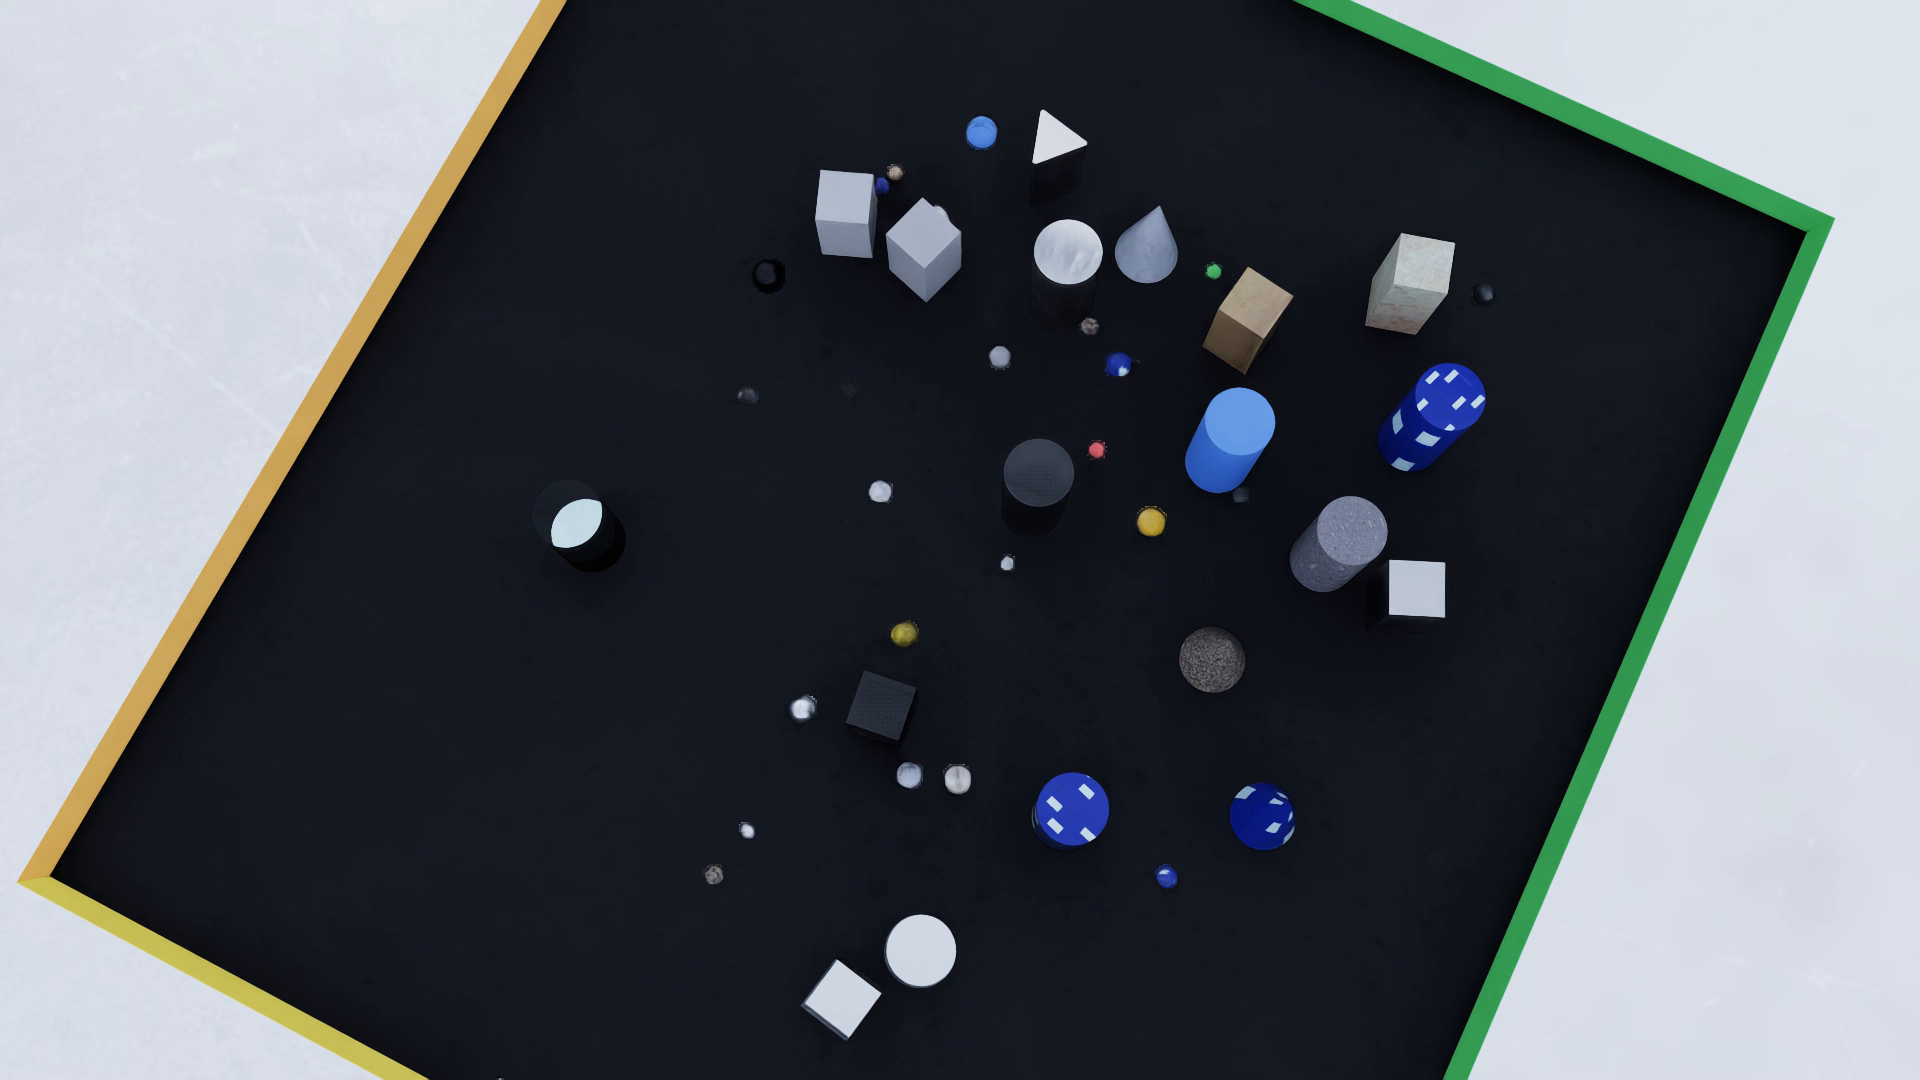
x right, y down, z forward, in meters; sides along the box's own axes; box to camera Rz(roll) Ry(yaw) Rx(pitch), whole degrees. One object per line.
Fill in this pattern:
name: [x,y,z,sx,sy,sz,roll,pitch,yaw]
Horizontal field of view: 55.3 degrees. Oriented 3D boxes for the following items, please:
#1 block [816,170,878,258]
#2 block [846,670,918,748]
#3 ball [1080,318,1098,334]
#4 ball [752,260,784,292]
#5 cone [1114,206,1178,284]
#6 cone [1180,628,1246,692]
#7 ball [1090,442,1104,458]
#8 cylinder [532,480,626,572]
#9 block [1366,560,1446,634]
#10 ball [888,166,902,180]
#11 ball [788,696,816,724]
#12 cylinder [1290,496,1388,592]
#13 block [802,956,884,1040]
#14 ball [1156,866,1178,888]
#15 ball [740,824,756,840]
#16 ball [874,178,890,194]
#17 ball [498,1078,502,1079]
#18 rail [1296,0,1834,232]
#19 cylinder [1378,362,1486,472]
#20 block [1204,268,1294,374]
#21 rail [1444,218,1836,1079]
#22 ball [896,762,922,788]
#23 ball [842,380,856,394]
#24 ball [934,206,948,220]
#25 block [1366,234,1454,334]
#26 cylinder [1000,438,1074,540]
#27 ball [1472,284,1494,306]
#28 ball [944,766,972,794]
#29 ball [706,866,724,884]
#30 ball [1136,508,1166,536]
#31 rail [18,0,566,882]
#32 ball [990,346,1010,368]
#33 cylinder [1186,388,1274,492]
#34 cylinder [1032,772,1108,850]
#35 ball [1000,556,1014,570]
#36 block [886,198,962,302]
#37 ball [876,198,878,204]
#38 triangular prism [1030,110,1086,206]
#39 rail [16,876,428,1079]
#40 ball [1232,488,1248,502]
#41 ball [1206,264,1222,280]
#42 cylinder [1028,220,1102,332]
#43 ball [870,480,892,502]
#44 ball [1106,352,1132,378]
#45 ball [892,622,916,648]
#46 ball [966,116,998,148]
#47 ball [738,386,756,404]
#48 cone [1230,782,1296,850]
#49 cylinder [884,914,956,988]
block: [-0.350,-1.006,5.676,0.160,0.292,0.160,5,78,1]
block: [-0.226,0.500,5.389,0.160,0.243,0.160,18,79,4]
ball: [0.405,-0.668,5.722,0.054,0.054,0.054,0,78,0]
ball: [-0.601,-0.828,5.738,0.099,0.099,0.099,0,78,0]
cone: [0.590,-0.949,5.610,0.200,0.399,0.200,0,78,0]
cone: [0.763,0.323,5.356,0.200,0.380,0.200,0,78,0]
ball: [0.421,-0.277,5.650,0.047,0.047,0.047,0,78,0]
cylinder: [-1.124,-0.038,5.430,0.200,0.380,0.200,0,78,0]
block: [1.316,0.171,5.424,0.160,0.309,0.160,3,78,1]
ball: [-0.206,-1.167,5.836,0.044,0.044,0.044,0,78,0]
ball: [-0.471,0.506,5.470,0.081,0.081,0.081,0,78,0]
cylinder: [1.108,0.017,5.391,0.200,0.434,0.200,0,78,0]
block: [-0.331,1.303,5.215,0.160,0.259,0.160,36,81,7]
ball: [0.609,0.991,5.380,0.062,0.062,0.062,0,78,0]
ball: [-0.626,0.861,5.415,0.046,0.046,0.046,0,78,0]
ball: [-0.247,-1.123,5.824,0.050,0.050,0.050,0,78,0]
ball: [-1.317,1.589,5.240,0.093,0.093,0.093,0,78,0]
rail: [0.939,-1.833,5.929,3.958,0.130,0.045,26,80,5]
cylinder: [1.394,-0.358,5.444,0.200,0.484,0.200,0,78,0]
block: [0.871,-0.662,5.569,0.160,0.362,0.160,35,80,7]
rail: [1.749,0.863,5.371,0.045,0.130,4.249,26,80,5]
ball: [-0.151,0.697,5.434,0.076,0.076,0.076,0,78,0]
ball: [-0.344,-0.475,5.694,0.040,0.040,0.040,0,78,0]
ball: [-0.081,-1.010,5.780,0.090,0.090,0.090,0,78,0]
block: [1.366,-0.775,5.579,0.160,0.387,0.160,11,79,2]
cylinder: [0.224,-0.145,5.416,0.200,0.452,0.200,0,78,0]
ball: [1.638,-0.769,5.742,0.067,0.067,0.067,0,78,0]
ball: [-0.006,0.710,5.427,0.083,0.083,0.083,0,78,0]
ball: [-0.721,0.986,5.386,0.052,0.052,0.052,0,78,0]
ball: [0.583,-0.053,5.583,0.087,0.087,0.087,0,78,0]
rail: [-1.749,-0.849,5.725,0.045,0.130,4.249,26,80,5]
ball: [0.124,-0.570,5.700,0.067,0.067,0.067,0,78,0]
cylinder: [0.796,-0.290,5.438,0.200,0.468,0.200,0,78,0]
cylinder: [0.312,0.782,5.256,0.200,0.388,0.200,0,78,0]
ball: [0.144,0.072,5.581,0.041,0.041,0.041,0,78,0]
block: [-0.109,-0.889,5.644,0.160,0.308,0.160,43,81,8]
ball: [-0.284,-1.077,5.816,0.046,0.046,0.046,0,78,0]
triangular prism: [0.275,-1.198,5.693,0.173,0.336,0.150,-21,79,-4]
rail: [-0.939,1.847,5.167,3.958,0.130,0.045,26,80,5]
ball: [0.859,-0.138,5.622,0.046,0.046,0.046,0,78,0]
ball: [0.800,-0.843,5.768,0.045,0.045,0.045,0,78,0]
cylinder: [0.316,-0.795,5.555,0.200,0.442,0.200,0,78,0]
ball: [-0.244,-0.147,5.613,0.068,0.068,0.068,0,78,0]
ball: [0.494,-0.544,5.690,0.077,0.077,0.077,0,78,0]
ball: [-0.168,0.286,5.518,0.077,0.077,0.077,0,78,0]
ball: [0.070,-1.298,5.834,0.100,0.100,0.100,0,78,0]
ball: [-0.660,-0.449,5.680,0.058,0.058,0.058,0,78,0]
cone: [0.901,0.773,5.213,0.200,0.477,0.200,0,78,0]
cylinder: [-0.111,1.169,5.219,0.200,0.305,0.200,0,78,0]
